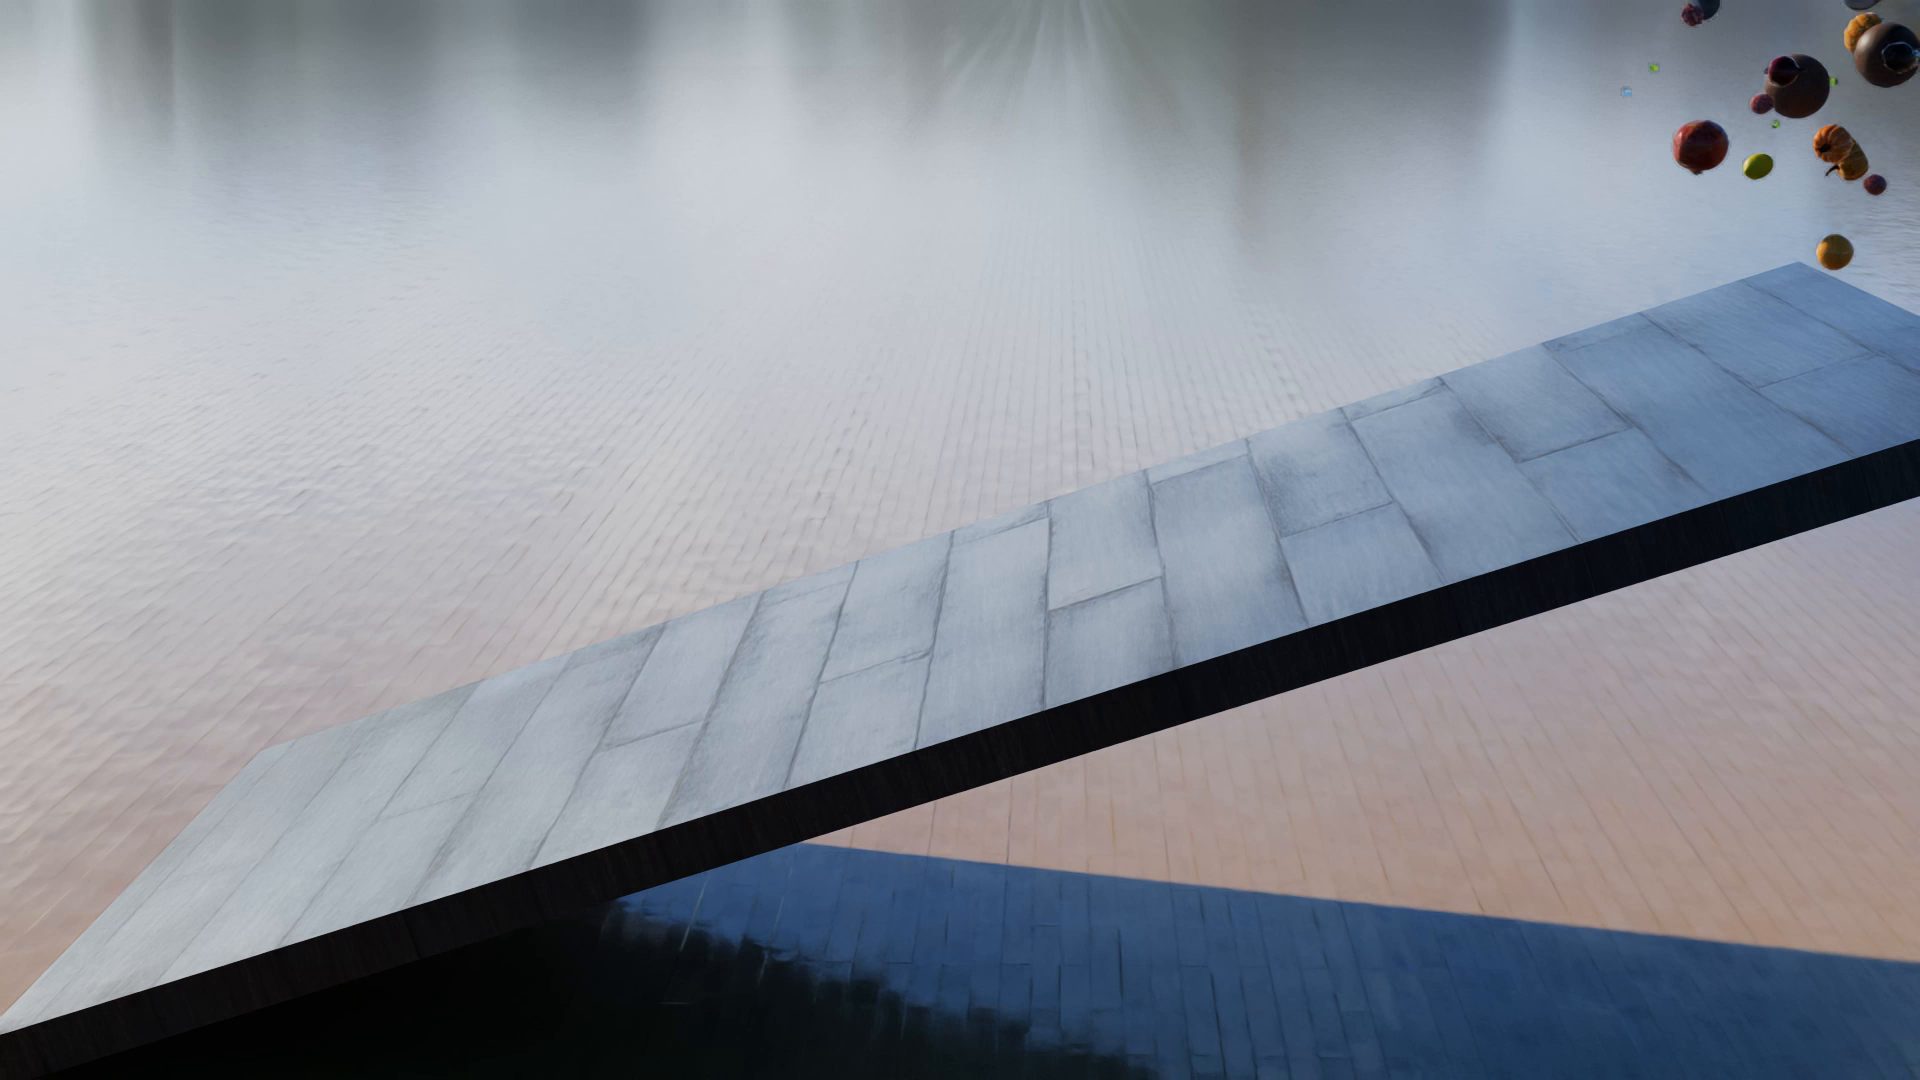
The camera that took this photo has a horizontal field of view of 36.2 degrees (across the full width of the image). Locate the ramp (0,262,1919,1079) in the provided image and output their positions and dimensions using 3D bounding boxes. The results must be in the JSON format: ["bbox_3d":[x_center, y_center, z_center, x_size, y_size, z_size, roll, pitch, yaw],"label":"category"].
[{"bbox_3d":[0.104,0.182,6.308,4.000,0.100,2.000,-18,11,6],"label":"ramp"}]

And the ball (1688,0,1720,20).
[{"bbox_3d":[1.527,-1.099,6.036,0.062,0.062,0.062,0,12,0],"label":"ball"}]

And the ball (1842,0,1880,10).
[{"bbox_3d":[1.767,-1.081,5.765,0.085,0.085,0.085,0,12,0],"label":"ball"}]
